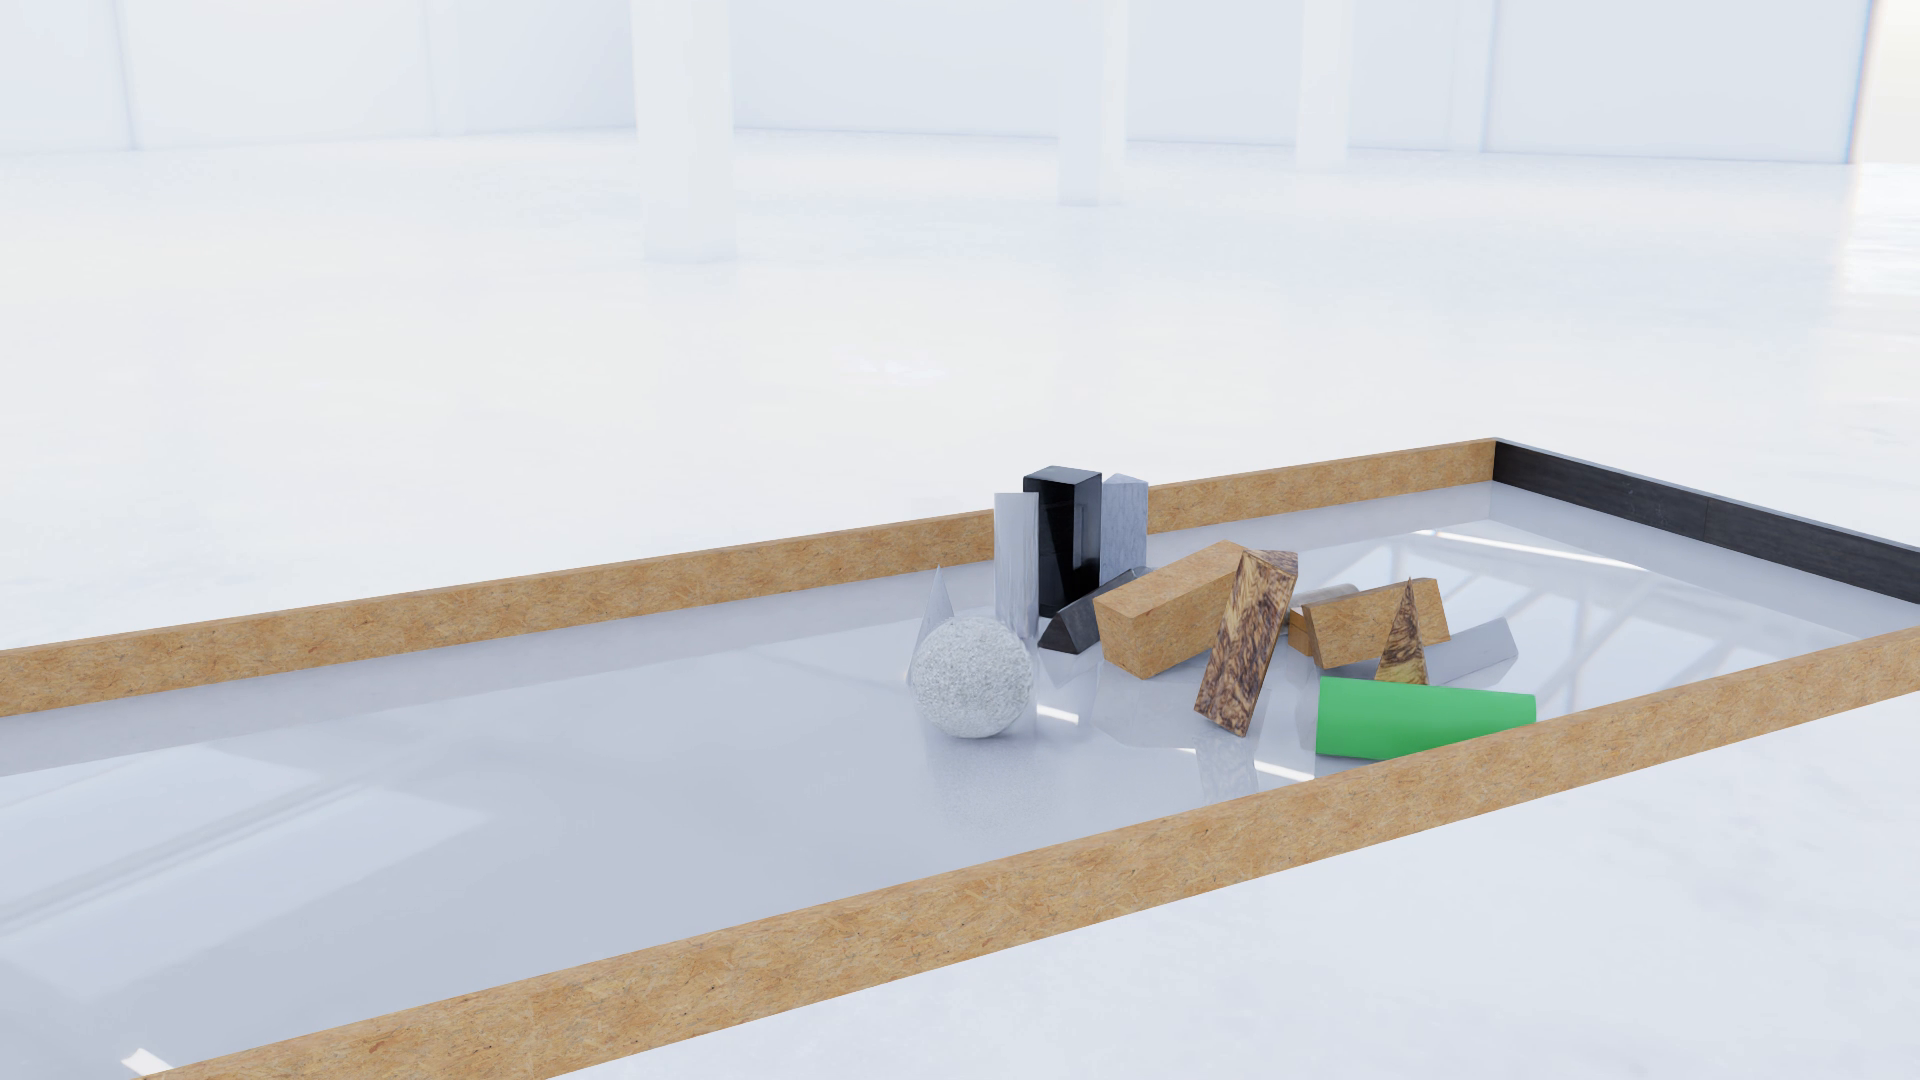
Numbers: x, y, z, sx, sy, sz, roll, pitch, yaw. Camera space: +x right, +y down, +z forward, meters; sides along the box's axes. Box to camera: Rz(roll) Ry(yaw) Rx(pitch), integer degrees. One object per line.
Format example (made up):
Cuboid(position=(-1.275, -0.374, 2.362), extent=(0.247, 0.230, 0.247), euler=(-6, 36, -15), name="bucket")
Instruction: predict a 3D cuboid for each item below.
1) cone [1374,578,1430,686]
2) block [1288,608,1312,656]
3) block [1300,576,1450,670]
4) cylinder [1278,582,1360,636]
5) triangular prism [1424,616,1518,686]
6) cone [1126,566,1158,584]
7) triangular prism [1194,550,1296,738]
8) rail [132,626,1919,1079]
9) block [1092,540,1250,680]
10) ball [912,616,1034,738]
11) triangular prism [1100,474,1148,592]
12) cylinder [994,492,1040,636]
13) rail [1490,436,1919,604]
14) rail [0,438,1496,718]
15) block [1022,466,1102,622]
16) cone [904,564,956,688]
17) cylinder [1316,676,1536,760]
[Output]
Cuboid(position=(1.036, 0.254, 3.847), extent=(0.176, 0.364, 0.176), euler=(0, 16, 0), name="cone")
Cuboid(position=(1.064, 0.227, 4.403), extent=(0.363, 0.101, 0.101), euler=(-6, 17, -18), name="block")
Cuboid(position=(1.049, 0.208, 4.174), extent=(0.319, 0.157, 0.157), euler=(-13, 0, 4), name="block")
Cuboid(position=(0.929, 0.196, 4.510), extent=(0.373, 0.100, 0.100), euler=(-10, 19, -30), name="cylinder")
Cuboid(position=(1.263, 0.284, 4.219), extent=(0.432, 0.092, 0.106), euler=(-13, 20, -37), name="triangular prism")
Cuboid(position=(0.615, 0.110, 4.889), extent=(0.103, 0.103, 0.342), euler=(10, 10, 30), name="cone")
Cuboid(position=(0.685, 0.227, 3.805), extent=(0.143, 0.420, 0.123), euler=(29, 28, 32), name="triangular prism")
Cuboid(position=(-2.336, 1.006, 1.665), extent=(12.000, 0.150, 0.050), euler=(-9, 18, -27), name="rail")
Cuboid(position=(0.583, 0.175, 4.274), extent=(0.429, 0.176, 0.176), euler=(-23, 24, -22), name="block")
Cuboid(position=(0.031, 0.314, 3.790), extent=(0.280, 0.280, 0.280), euler=(0, 16, 0), name="ball")
Cuboid(position=(0.471, -0.025, 4.861), extent=(0.137, 0.326, 0.119), euler=(-2, 16, -6), name="triangular prism")
Cuboid(position=(0.152, 0.063, 4.430), extent=(0.120, 0.383, 0.120), euler=(0, 3, 0), name="cylinder")
Cuboid(position=(2.466, -0.048, 5.253), extent=(0.050, 0.150, 2.100), euler=(-9, 18, -27), name="rail")
Cuboid(position=(-3.305, 0.497, 3.399), extent=(12.000, 0.150, 0.050), euler=(-9, 18, -27), name="rail")
Cuboid(position=(0.285, 0.009, 4.623), extent=(0.161, 0.396, 0.161), euler=(10, 19, 31), name="block")
Cuboid(position=(-0.052, 0.204, 4.118), extent=(0.174, 0.307, 0.174), euler=(0, 16, 0), name="cone")
Cuboid(position=(1.027, 0.409, 3.658), extent=(0.456, 0.174, 0.174), euler=(4, 17, 13), name="cylinder")
